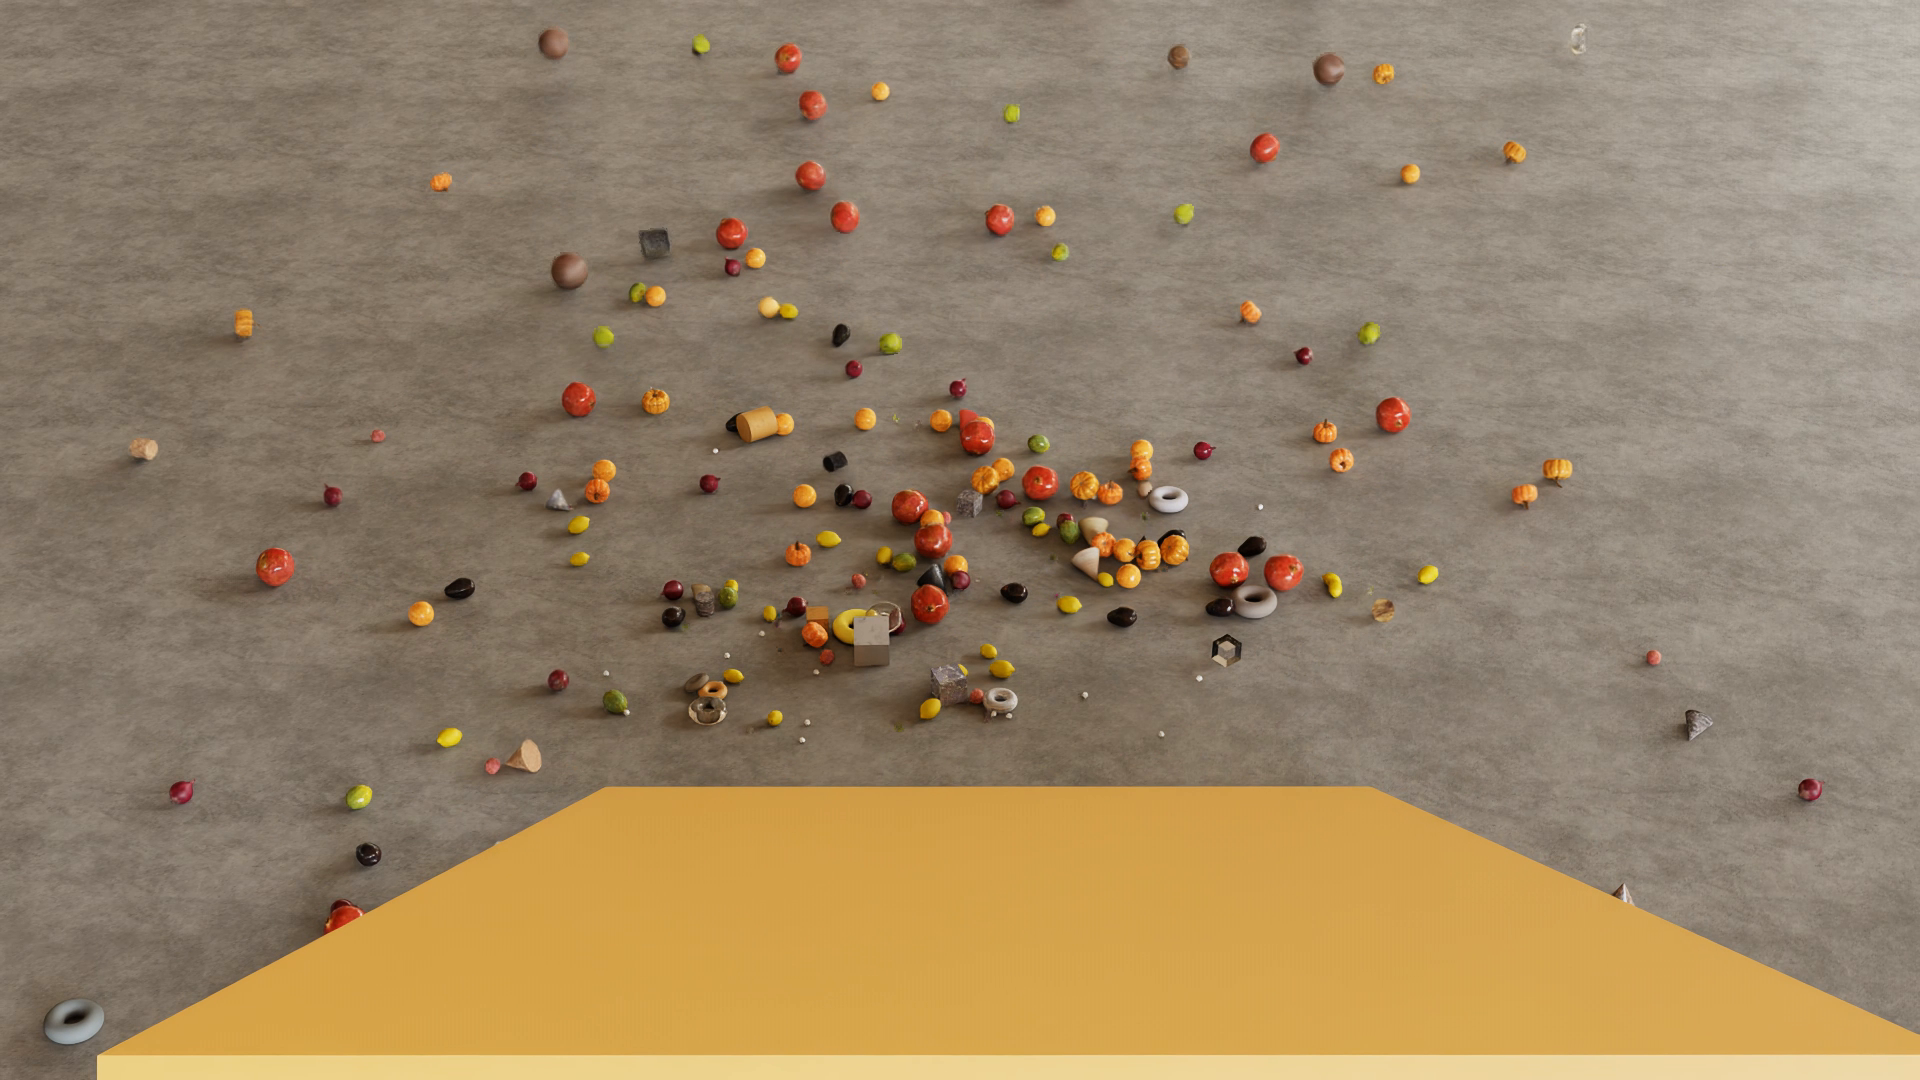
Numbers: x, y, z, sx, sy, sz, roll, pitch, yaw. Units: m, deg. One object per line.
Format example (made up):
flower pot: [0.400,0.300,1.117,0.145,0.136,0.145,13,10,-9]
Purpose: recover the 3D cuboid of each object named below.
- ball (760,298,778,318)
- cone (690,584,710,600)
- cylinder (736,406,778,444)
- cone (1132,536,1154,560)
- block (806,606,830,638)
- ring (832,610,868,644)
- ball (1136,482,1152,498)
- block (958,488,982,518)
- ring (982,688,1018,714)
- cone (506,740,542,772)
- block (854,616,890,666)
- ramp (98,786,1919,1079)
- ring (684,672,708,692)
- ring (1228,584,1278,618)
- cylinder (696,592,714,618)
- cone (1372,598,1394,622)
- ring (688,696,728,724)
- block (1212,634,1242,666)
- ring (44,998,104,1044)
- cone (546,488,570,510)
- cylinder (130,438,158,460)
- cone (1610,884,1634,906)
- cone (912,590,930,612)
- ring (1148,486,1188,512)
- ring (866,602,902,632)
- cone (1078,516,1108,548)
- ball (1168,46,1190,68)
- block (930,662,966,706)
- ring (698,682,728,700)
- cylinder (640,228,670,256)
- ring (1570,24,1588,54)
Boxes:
ball: [-0.665,-0.809,9.048,0.068,0.068,0.068,0,34,0]
cone: [-0.766,0.169,7.619,0.060,0.060,0.060,4,60,6]
cylinder: [-0.655,-0.373,8.367,0.098,0.098,0.098,-21,39,-28]
cone: [0.553,0.013,7.812,0.070,0.070,0.070,0,34,0]
block: [-0.410,0.236,7.487,0.062,0.062,0.062,-3,34,-4]
ring: [-0.299,0.251,7.479,0.138,0.046,0.138,0,38,0]
ball: [0.575,-0.158,8.086,0.052,0.052,0.052,0,34,0]
block: [0.030,-0.114,8.014,0.058,0.058,0.058,16,37,23]
ring: [0.111,0.445,7.199,0.098,0.033,0.098,1,33,-1]
cone: [-1.188,0.590,6.975,0.088,0.088,0.088,-17,27,23]
block: [-0.251,0.286,7.354,0.099,0.099,0.099,-1,52,-2]
ramp: [0.075,0.649,4.780,2.000,0.100,4.000,0,-1,0]
ring: [-0.736,0.399,7.255,0.075,0.025,0.075,-28,19,10]
ring: [0.857,0.179,7.586,0.142,0.047,0.142,-1,33,1]
cylinder: [-0.743,0.189,7.564,0.054,0.054,0.054,0,34,0]
cone: [1.248,0.203,7.563,0.070,0.070,0.070,23,13,30]
ring: [-0.695,0.470,7.159,0.108,0.036,0.108,1,34,-1]
block: [0.758,0.314,7.372,0.058,0.058,0.058,-25,41,-32]
ring: [-2.099,1.139,6.147,0.139,0.046,0.139,0,32,0]
cone: [-1.233,-0.110,8.033,0.071,0.071,0.071,36,41,4]
cylinder: [-2.605,-0.290,8.278,0.059,0.059,0.059,22,38,14]
cone: [1.659,0.885,6.503,0.072,0.072,0.072,0,34,0]
cone: [-0.114,0.171,7.586,0.058,0.058,0.058,0,34,0]
ring: [0.646,-0.126,8.048,0.124,0.041,0.124,0,32,0]
ring: [-0.219,0.224,7.445,0.112,0.037,0.112,-6,45,6]
cone: [0.405,-0.004,7.864,0.096,0.096,0.096,0,60,0]
ball: [0.915,-2.016,10.834,0.096,0.096,0.096,0,34,0]
block: [-0.031,0.403,7.221,0.078,0.078,0.078,-12,35,-17]
ring: [-0.689,0.423,7.237,0.081,0.027,0.081,-1,33,1]
cylinder: [-1.111,-1.082,9.440,0.088,0.088,0.088,-11,35,-16]
ring: [2.614,-2.112,10.951,0.042,0.126,0.126,12,34,33]
